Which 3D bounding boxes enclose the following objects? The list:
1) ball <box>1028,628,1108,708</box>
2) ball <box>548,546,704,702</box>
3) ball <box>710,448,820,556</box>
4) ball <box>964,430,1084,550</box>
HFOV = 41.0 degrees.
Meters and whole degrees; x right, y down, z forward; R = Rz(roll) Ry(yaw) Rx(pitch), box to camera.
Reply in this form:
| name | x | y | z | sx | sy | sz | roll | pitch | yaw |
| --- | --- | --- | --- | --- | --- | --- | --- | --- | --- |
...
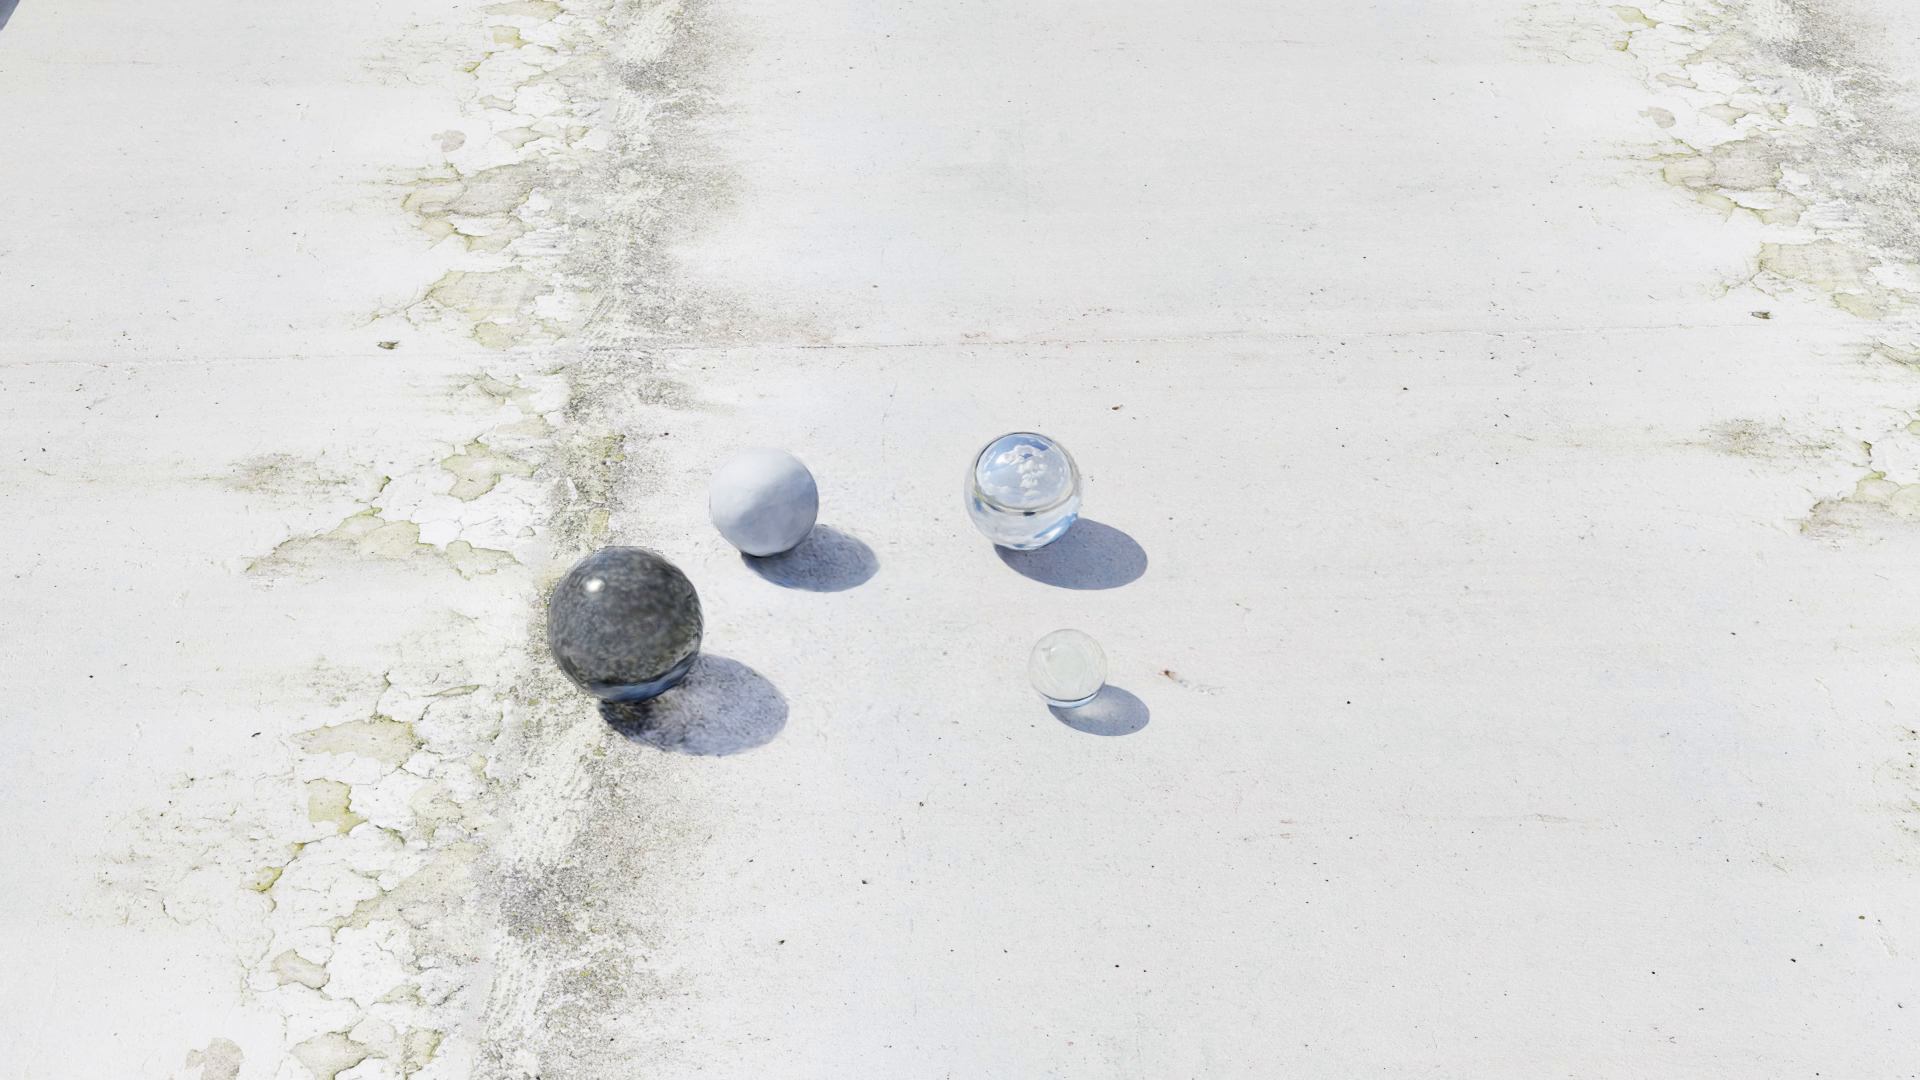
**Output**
| name | x | y | z | sx | sy | sz | roll | pitch | yaw |
| --- | --- | --- | --- | --- | --- | --- | --- | --- | --- |
| ball | 0.063 | 0.076 | 1.514 | 0.047 | 0.047 | 0.047 | 0 | 36 | 0 |
| ball | -0.197 | 0.050 | 1.512 | 0.092 | 0.092 | 0.092 | 0 | 36 | 0 |
| ball | -0.124 | -0.024 | 1.631 | 0.069 | 0.069 | 0.069 | 0 | 36 | 0 |
| ball | 0.040 | -0.032 | 1.635 | 0.077 | 0.077 | 0.077 | 0 | 36 | 0 |
